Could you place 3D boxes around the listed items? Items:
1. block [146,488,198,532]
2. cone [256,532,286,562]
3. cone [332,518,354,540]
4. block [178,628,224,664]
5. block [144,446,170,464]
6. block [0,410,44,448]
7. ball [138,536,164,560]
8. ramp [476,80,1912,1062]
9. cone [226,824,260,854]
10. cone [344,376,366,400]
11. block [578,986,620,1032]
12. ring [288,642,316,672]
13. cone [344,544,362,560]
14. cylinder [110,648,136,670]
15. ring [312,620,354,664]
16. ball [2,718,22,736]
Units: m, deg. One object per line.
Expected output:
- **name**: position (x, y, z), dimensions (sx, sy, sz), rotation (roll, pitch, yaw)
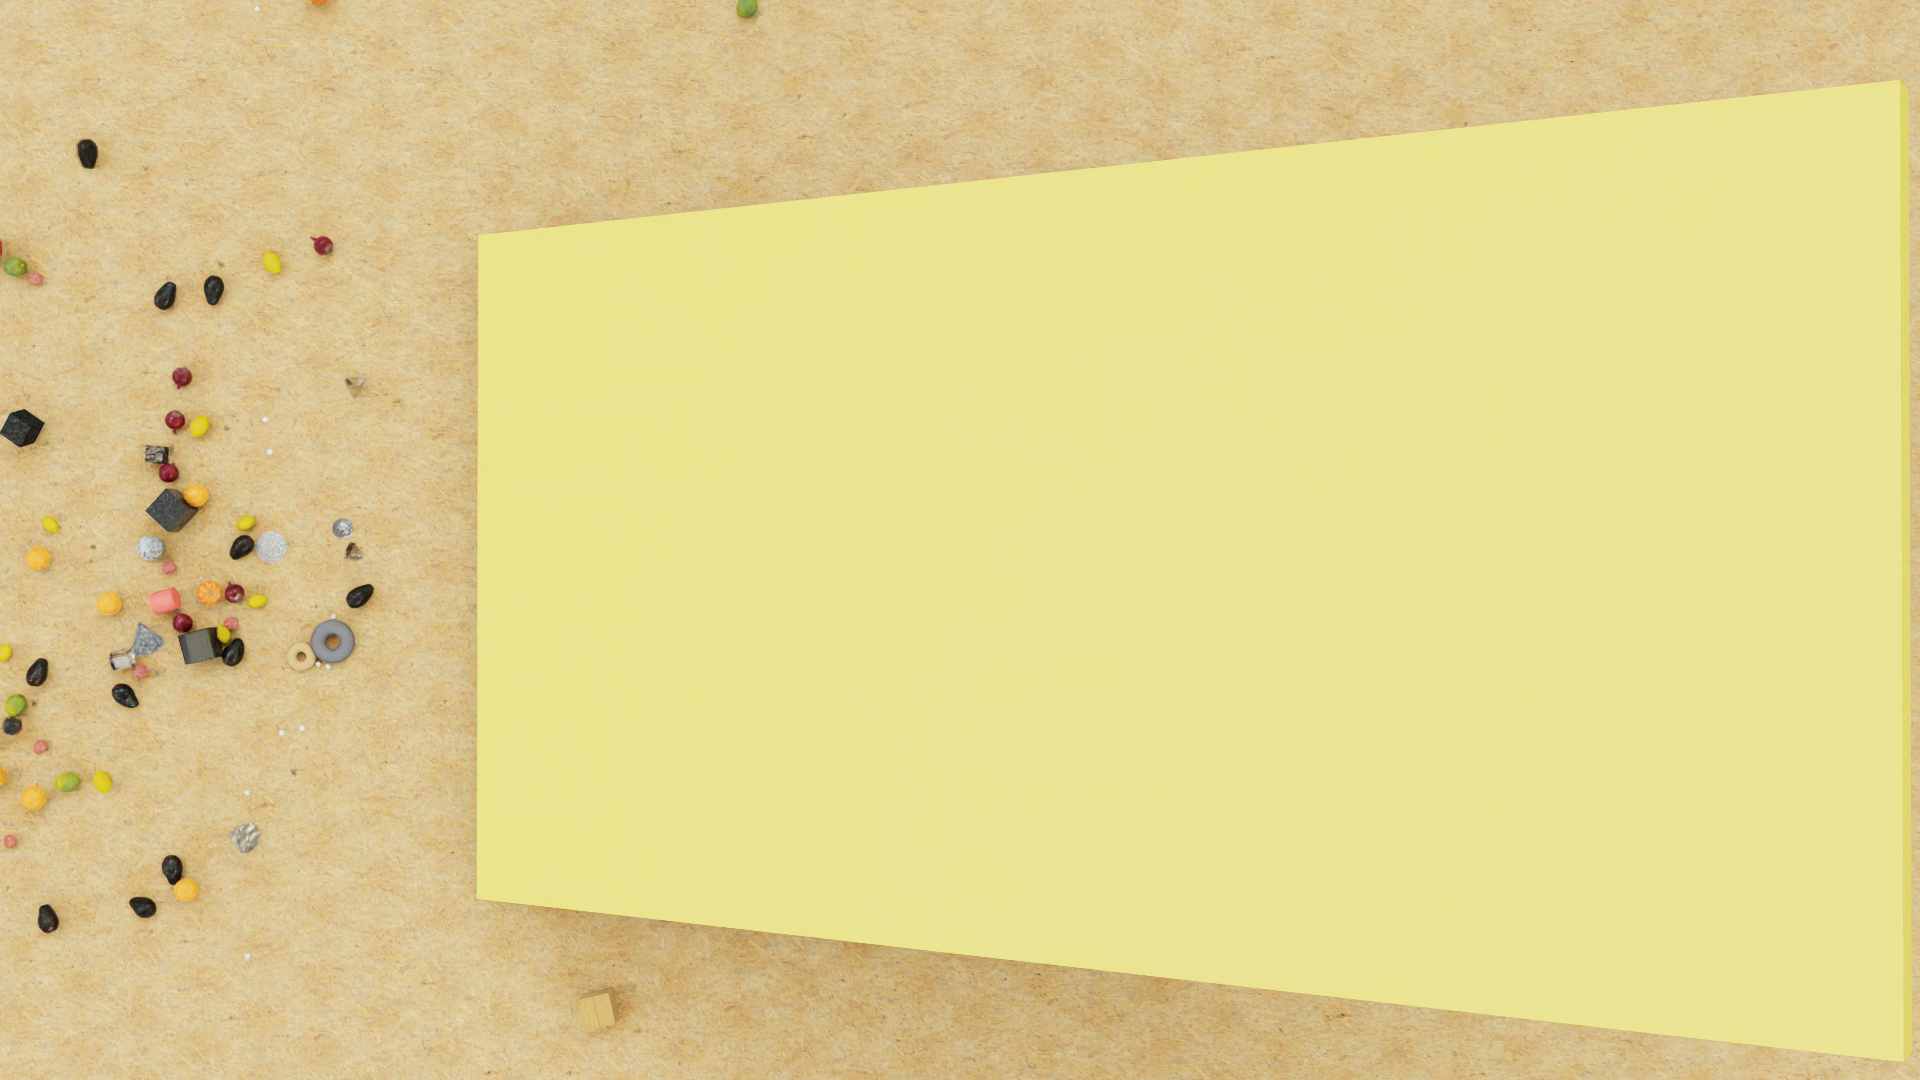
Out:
- **block**: position (-2.389, -0.090, 6.669), dimensions (0.093, 0.093, 0.093), rotation (43, 90, 0)
- **cone**: position (-2.104, 0.021, 6.667), dimensions (0.096, 0.096, 0.096), rotation (0, 89, 0)
- **cone**: position (-1.885, -0.035, 6.683), dimensions (0.064, 0.064, 0.064), rotation (0, 89, 0)
- **block**: position (-2.301, 0.320, 6.667), dimensions (0.091, 0.091, 0.091), rotation (-15, 90, 0)
- **block**: position (-2.443, -0.260, 6.691), dimensions (0.053, 0.053, 0.053), rotation (4, 89, 0)
- **block**: position (-2.845, -0.339, 6.670), dimensions (0.076, 0.076, 0.076), rotation (35, 107, 0)
- **ball**: position (-2.456, 0.024, 6.677), dimensions (0.076, 0.076, 0.076), rotation (0, 89, 0)
- **ramp**: position (0.259, 0.071, 5.597), dimensions (4.000, 0.100, 2.000), rotation (0, 89, 33)
- **cone**: position (-2.198, 0.900, 6.686), dimensions (0.091, 0.091, 0.091), rotation (8, 89, 27)
- **cone**: position (-1.845, -0.454, 6.704), dimensions (0.066, 0.066, 0.066), rotation (9, 116, 0)
- **block**: position (-1.093, 1.418, 6.655), dimensions (0.095, 0.095, 0.095), rotation (-14, 90, 0)
- **ring**: position (-2.005, 0.355, 6.697), dimensions (0.089, 0.030, 0.089), rotation (0, 90, -1)
- **cone**: position (-1.863, 0.050, 6.702), dimensions (0.057, 0.057, 0.057), rotation (-32, 90, 26)
- **cylinder**: position (-2.546, 0.364, 6.684), dimensions (0.056, 0.056, 0.056), rotation (-12, 90, 0)
- **ring**: position (-1.908, 0.309, 6.691), dimensions (0.133, 0.044, 0.133), rotation (0, 90, -1)
- **ball**: position (-2.878, 0.567, 6.682), dimensions (0.056, 0.056, 0.056), rotation (0, 89, 0)
